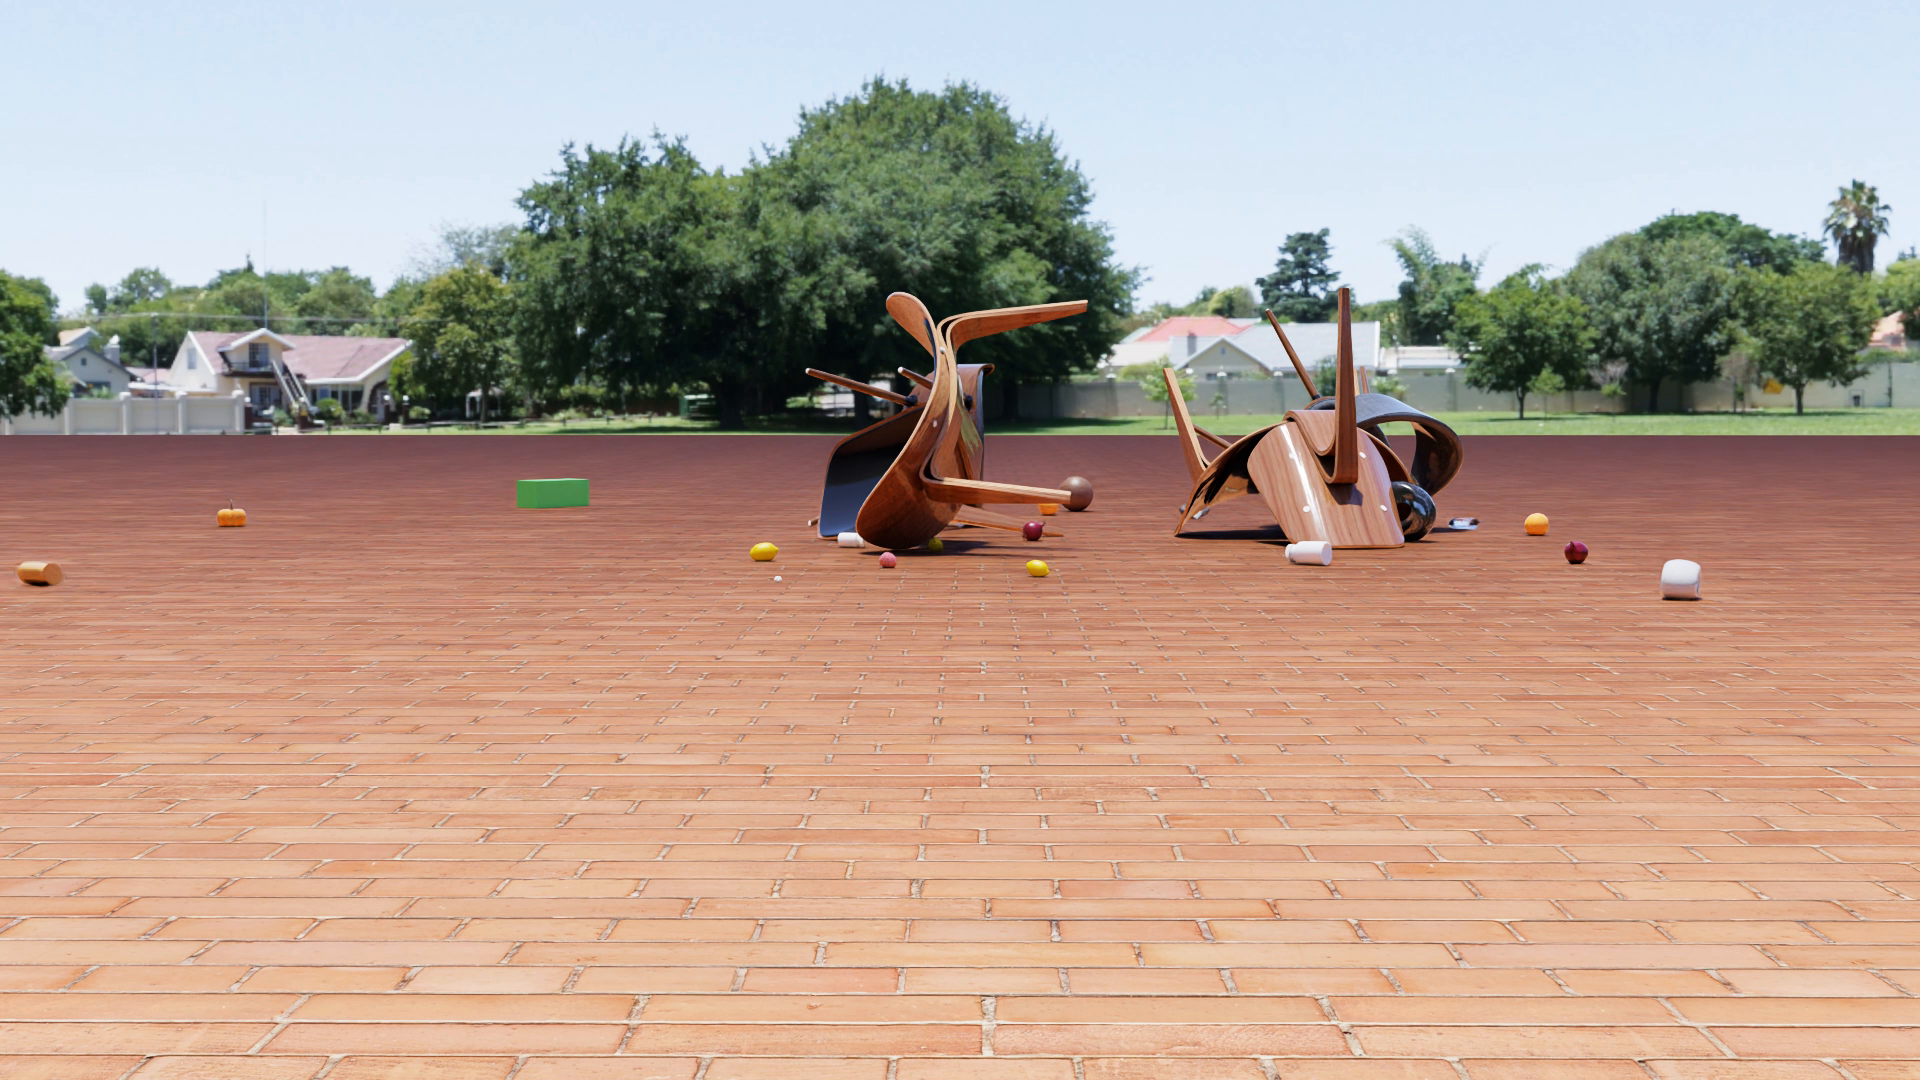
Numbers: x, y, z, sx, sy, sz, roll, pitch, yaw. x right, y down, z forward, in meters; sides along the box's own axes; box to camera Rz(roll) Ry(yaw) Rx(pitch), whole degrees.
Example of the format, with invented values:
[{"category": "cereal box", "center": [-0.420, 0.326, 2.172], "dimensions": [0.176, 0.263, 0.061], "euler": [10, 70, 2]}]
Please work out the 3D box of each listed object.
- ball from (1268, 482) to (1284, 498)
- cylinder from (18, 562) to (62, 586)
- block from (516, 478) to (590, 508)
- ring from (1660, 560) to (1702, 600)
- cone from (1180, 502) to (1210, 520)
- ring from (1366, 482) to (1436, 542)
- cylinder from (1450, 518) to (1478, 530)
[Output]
[{"category": "ball", "center": [1.298, -0.204, 9.050], "dimensions": [0.064, 0.064, 0.064], "euler": [0, 4, 0]}, {"category": "cylinder", "center": [-2.108, 0.078, 5.040], "dimensions": [0.075, 0.047, 0.061], "euler": [2, -25, 22]}, {"category": "block", "center": [-1.553, -0.178, 8.395], "dimensions": [0.121, 0.102, 0.249], "euler": [4, 5, 42]}, {"category": "ring", "center": [1.543, 0.086, 4.708], "dimensions": [0.074, 0.083, 0.121], "euler": [7, 20, 23]}, {"category": "cone", "center": [0.818, -0.088, 7.631], "dimensions": [0.108, 0.059, 0.069], "euler": [1, 27, -4]}, {"category": "ring", "center": [1.302, -0.082, 6.498], "dimensions": [0.212, 0.183, 0.105], "euler": [17, -5, 33]}, {"category": "cylinder", "center": [1.616, -0.053, 7.056], "dimensions": [0.058, 0.034, 0.073], "euler": [-19, 16, -40]}]
